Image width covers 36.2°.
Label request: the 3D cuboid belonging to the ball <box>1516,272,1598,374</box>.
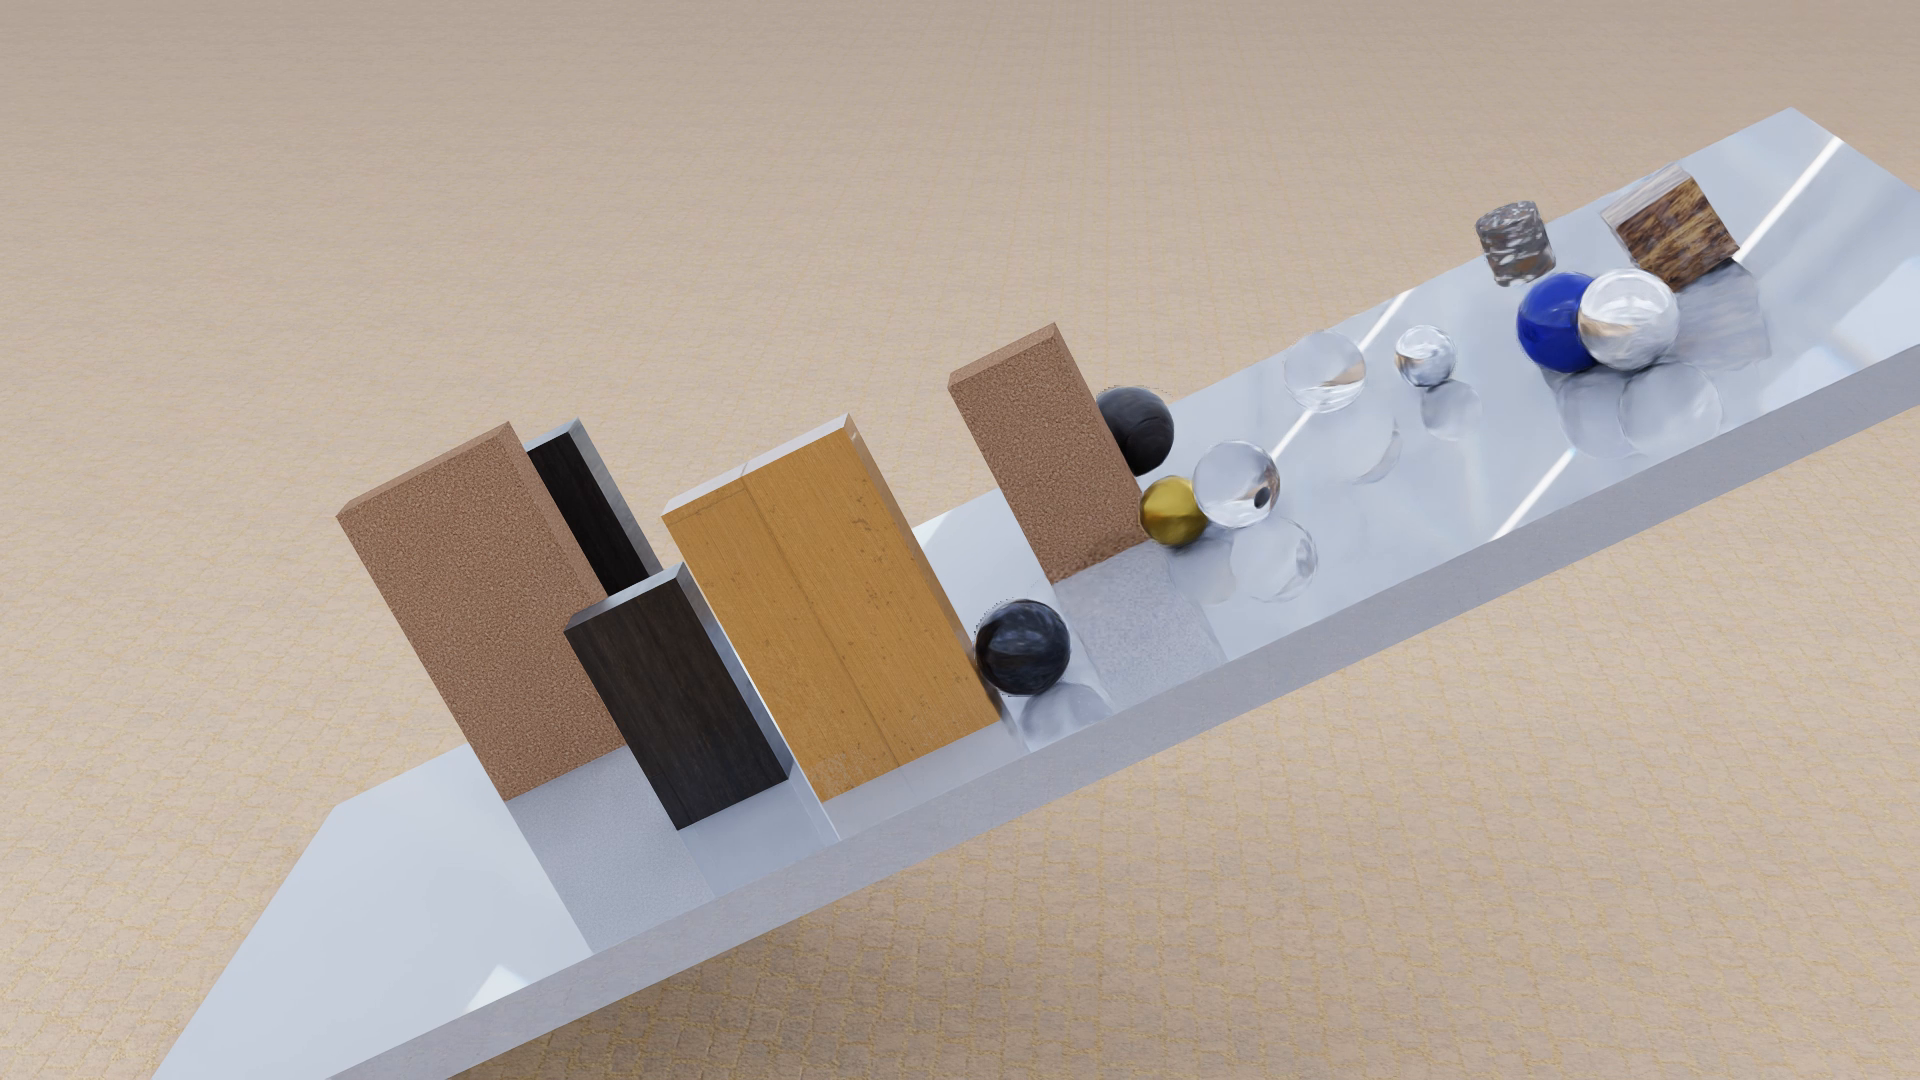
[{"bbox_3d":[1.192,-0.427,5.773,0.199,0.199,0.199,0,17,0],"label":"ball"}]

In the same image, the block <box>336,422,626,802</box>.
[{"bbox_3d":[-1.036,0.168,6.714,0.423,0.768,0.126,-26,14,10],"label":"block"}]

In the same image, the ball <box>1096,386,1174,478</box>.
[{"bbox_3d":[0.366,-0.235,6.390,0.200,0.200,0.200,0,17,0],"label":"ball"}]

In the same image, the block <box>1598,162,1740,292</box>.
[{"bbox_3d":[1.446,-0.631,6.005,0.182,0.182,0.182,-34,12,11],"label":"block"}]

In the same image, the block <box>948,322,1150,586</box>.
[{"bbox_3d":[0.196,-0.182,6.211,0.247,0.481,0.134,-26,14,10],"label":"block"}]

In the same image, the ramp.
[{"bbox_3d":[0.139,0.168,6.281,4.000,0.100,2.000,-26,14,10],"label":"ramp"}]

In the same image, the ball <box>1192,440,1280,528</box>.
[{"bbox_3d":[0.554,-0.111,5.904,0.177,0.177,0.177,0,17,0],"label":"ball"}]

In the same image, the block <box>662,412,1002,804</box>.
[{"bbox_3d":[-0.238,0.132,5.572,0.386,0.639,0.109,-26,14,10],"label":"block"}]

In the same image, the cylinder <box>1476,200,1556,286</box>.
[{"bbox_3d":[1.198,-0.638,6.338,0.137,0.137,0.137,-21,20,8],"label":"cylinder"}]

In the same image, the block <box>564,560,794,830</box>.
[{"bbox_3d":[-0.561,0.314,5.893,0.255,0.471,0.109,-26,14,10],"label":"block"}]

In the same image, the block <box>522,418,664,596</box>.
[{"bbox_3d":[-0.926,0.084,7.050,0.364,0.654,0.135,-26,14,10],"label":"block"}]

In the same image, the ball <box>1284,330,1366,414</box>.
[{"bbox_3d":[0.790,-0.363,6.361,0.178,0.178,0.178,0,17,0],"label":"ball"}]

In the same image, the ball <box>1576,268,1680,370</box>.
[{"bbox_3d":[1.269,-0.420,5.592,0.195,0.195,0.195,0,17,0],"label":"ball"}]

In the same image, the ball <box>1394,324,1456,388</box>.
[{"bbox_3d":[0.977,-0.387,6.184,0.131,0.131,0.131,0,17,0],"label":"ball"}]

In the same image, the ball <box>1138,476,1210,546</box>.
[{"bbox_3d":[0.439,-0.059,6.005,0.146,0.146,0.146,0,17,0],"label":"ball"}]

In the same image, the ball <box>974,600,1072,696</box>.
[{"bbox_3d":[0.120,0.204,5.585,0.184,0.184,0.184,0,17,0],"label":"ball"}]
